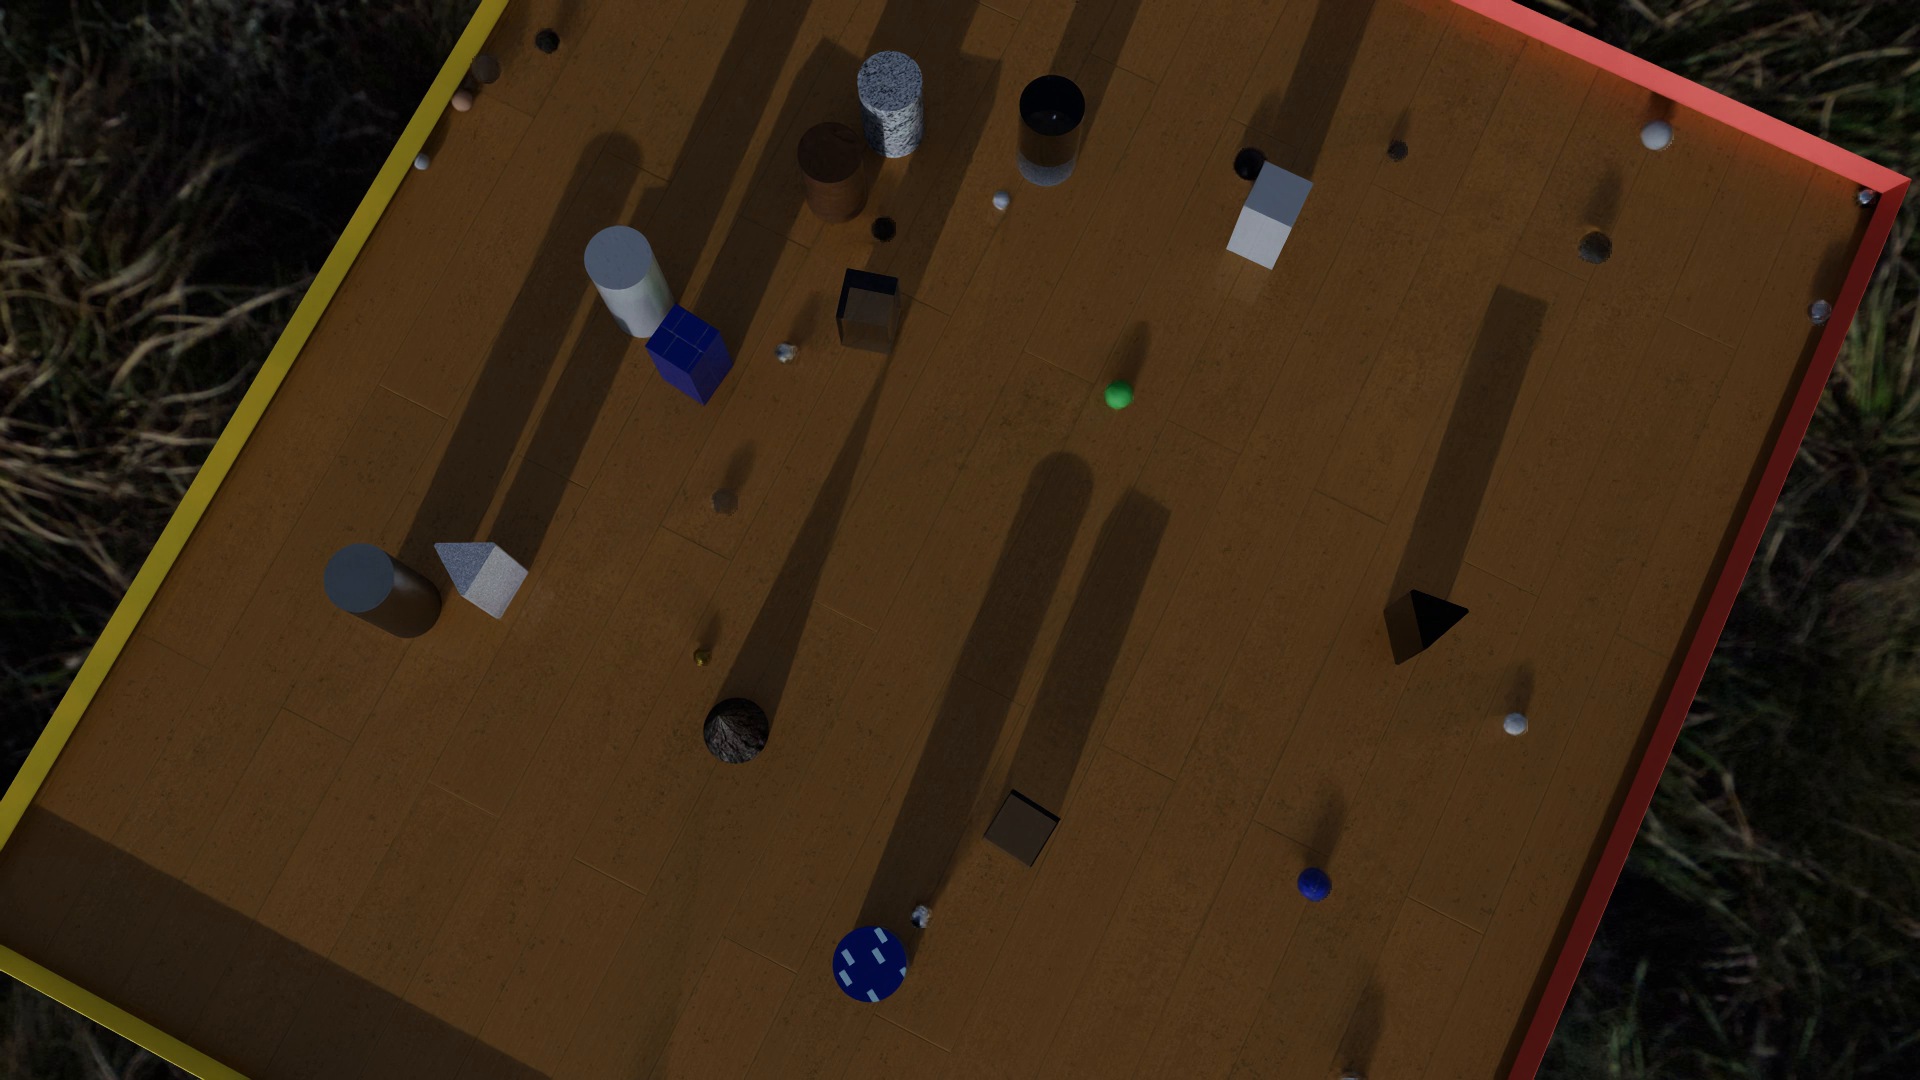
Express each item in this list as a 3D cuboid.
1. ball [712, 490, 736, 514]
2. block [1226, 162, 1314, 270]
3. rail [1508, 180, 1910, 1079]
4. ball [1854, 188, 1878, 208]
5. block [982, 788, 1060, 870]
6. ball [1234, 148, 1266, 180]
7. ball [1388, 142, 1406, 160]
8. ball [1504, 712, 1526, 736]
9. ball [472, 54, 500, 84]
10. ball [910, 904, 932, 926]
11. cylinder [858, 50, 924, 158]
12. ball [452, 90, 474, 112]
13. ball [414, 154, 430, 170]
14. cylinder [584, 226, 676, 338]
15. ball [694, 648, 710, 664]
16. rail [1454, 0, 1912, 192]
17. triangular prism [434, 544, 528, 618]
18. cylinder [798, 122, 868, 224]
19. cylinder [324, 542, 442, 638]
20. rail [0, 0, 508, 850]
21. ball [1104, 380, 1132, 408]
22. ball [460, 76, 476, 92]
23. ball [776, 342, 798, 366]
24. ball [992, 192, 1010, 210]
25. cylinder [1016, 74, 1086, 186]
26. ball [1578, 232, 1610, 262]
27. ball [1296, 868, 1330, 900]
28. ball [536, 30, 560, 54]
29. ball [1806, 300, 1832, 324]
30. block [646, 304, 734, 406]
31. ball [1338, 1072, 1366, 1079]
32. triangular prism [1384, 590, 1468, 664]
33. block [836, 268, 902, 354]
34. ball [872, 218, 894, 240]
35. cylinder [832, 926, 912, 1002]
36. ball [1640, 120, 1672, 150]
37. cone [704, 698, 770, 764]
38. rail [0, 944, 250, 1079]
[{"bbox_3d":[-0.723,-0.116,5.602,0.075,0.075,0.075,0,78,0],"label":"ball"},{"bbox_3d":[0.950,-0.994,5.639,0.158,0.360,0.158,26,79,5],"label":"block"},{"bbox_3d":[1.898,0.936,5.356,0.045,0.128,4.704,26,80,5],"label":"rail"},{"bbox_3d":[2.871,-1.084,5.808,0.065,0.065,0.065,0,78,0],"label":"ball"},{"bbox_3d":[0.173,0.837,5.283,0.158,0.315,0.158,32,80,6],"label":"block"},{"bbox_3d":[0.919,-1.191,5.813,0.099,0.099,0.099,0,78,0],"label":"ball"},{"bbox_3d":[1.393,-1.242,5.846,0.054,0.054,0.054,0,78,0],"label":"ball"},{"bbox_3d":[1.656,0.549,5.469,0.067,0.067,0.067,0,78,0],"label":"ball"},{"bbox_3d":[-1.521,-1.511,5.882,0.092,0.092,0.092,0,78,0],"label":"ball"},{"bbox_3d":[-0.112,1.097,5.357,0.064,0.064,0.064,0,78,0],"label":"ball"},{"bbox_3d":[-0.212,-1.356,5.721,0.198,0.344,0.198,0,78,0],"label":"cylinder"},{"bbox_3d":[-1.595,-1.407,5.872,0.070,0.070,0.070,0,78,0],"label":"ball"},{"bbox_3d":[-1.715,-1.206,5.840,0.053,0.053,0.053,0,78,0],"label":"ball"},{"bbox_3d":[-0.995,-0.776,5.550,0.198,0.446,0.198,0,78,0],"label":"cylinder"},{"bbox_3d":[-0.779,0.350,5.519,0.048,0.048,0.048,0,78,0],"label":"ball"},{"bbox_3d":[1.041,-2.032,5.971,4.290,0.128,0.045,26,80,5],"label":"rail"},{"bbox_3d":[-1.382,0.089,5.389,0.148,0.410,0.171,-30,80,-6],"label":"triangular prism"},{"bbox_3d":[-0.392,-1.135,5.684,0.198,0.327,0.198,0,78,0],"label":"cylinder"},{"bbox_3d":[-1.676,0.153,5.342,0.198,0.476,0.198,0,78,0],"label":"cylinder"},{"bbox_3d":[-1.898,-0.922,5.741,0.045,0.128,4.704,26,80,5],"label":"rail"},{"bbox_3d":[0.489,-0.449,5.665,0.088,0.088,0.088,0,78,0],"label":"ball"},{"bbox_3d":[-1.583,-1.468,5.895,0.051,0.051,0.051,0,78,0],"label":"ball"},{"bbox_3d":[-0.537,-0.580,5.700,0.071,0.071,0.071,0,78,0],"label":"ball"},{"bbox_3d":[0.129,-1.076,5.812,0.053,0.053,0.053,0,78,0],"label":"ball"},{"bbox_3d":[0.277,-1.264,5.683,0.198,0.383,0.198,0,78,0],"label":"cylinder"},{"bbox_3d":[1.993,-0.922,5.760,0.094,0.094,0.094,0,78,0],"label":"ball"},{"bbox_3d":[1.032,1.004,5.361,0.093,0.093,0.093,0,78,0],"label":"ball"},{"bbox_3d":[-1.331,-1.609,5.912,0.073,0.073,0.073,0,78,0],"label":"ball"},{"bbox_3d":[2.685,-0.714,5.727,0.073,0.073,0.073,0,78,0],"label":"ball"},{"bbox_3d":[-0.818,-0.558,5.559,0.158,0.339,0.158,33,80,6],"label":"block"},{"bbox_3d":[1.121,1.570,5.243,0.095,0.095,0.095,0,78,0],"label":"ball"},{"bbox_3d":[1.338,0.233,5.393,0.171,0.342,0.148,-39,81,-7],"label":"triangular prism"},{"bbox_3d":[-0.278,-0.698,5.619,0.158,0.278,0.158,11,79,2],"label":"block"},{"bbox_3d":[-0.245,-0.982,5.783,0.071,0.071,0.071,0,78,0],"label":"ball"},{"bbox_3d":[-0.242,1.182,5.131,0.198,0.473,0.198,0,78,0],"label":"cylinder"},{"bbox_3d":[2.217,-1.292,5.836,0.093,0.093,0.093,0,78,0],"label":"ball"},{"bbox_3d":[-0.671,0.529,5.291,0.198,0.423,0.198,0,78,0],"label":"cone"},{"bbox_3d":[-1.041,2.046,5.126,4.290,0.128,0.045,26,80,5],"label":"rail"}]
